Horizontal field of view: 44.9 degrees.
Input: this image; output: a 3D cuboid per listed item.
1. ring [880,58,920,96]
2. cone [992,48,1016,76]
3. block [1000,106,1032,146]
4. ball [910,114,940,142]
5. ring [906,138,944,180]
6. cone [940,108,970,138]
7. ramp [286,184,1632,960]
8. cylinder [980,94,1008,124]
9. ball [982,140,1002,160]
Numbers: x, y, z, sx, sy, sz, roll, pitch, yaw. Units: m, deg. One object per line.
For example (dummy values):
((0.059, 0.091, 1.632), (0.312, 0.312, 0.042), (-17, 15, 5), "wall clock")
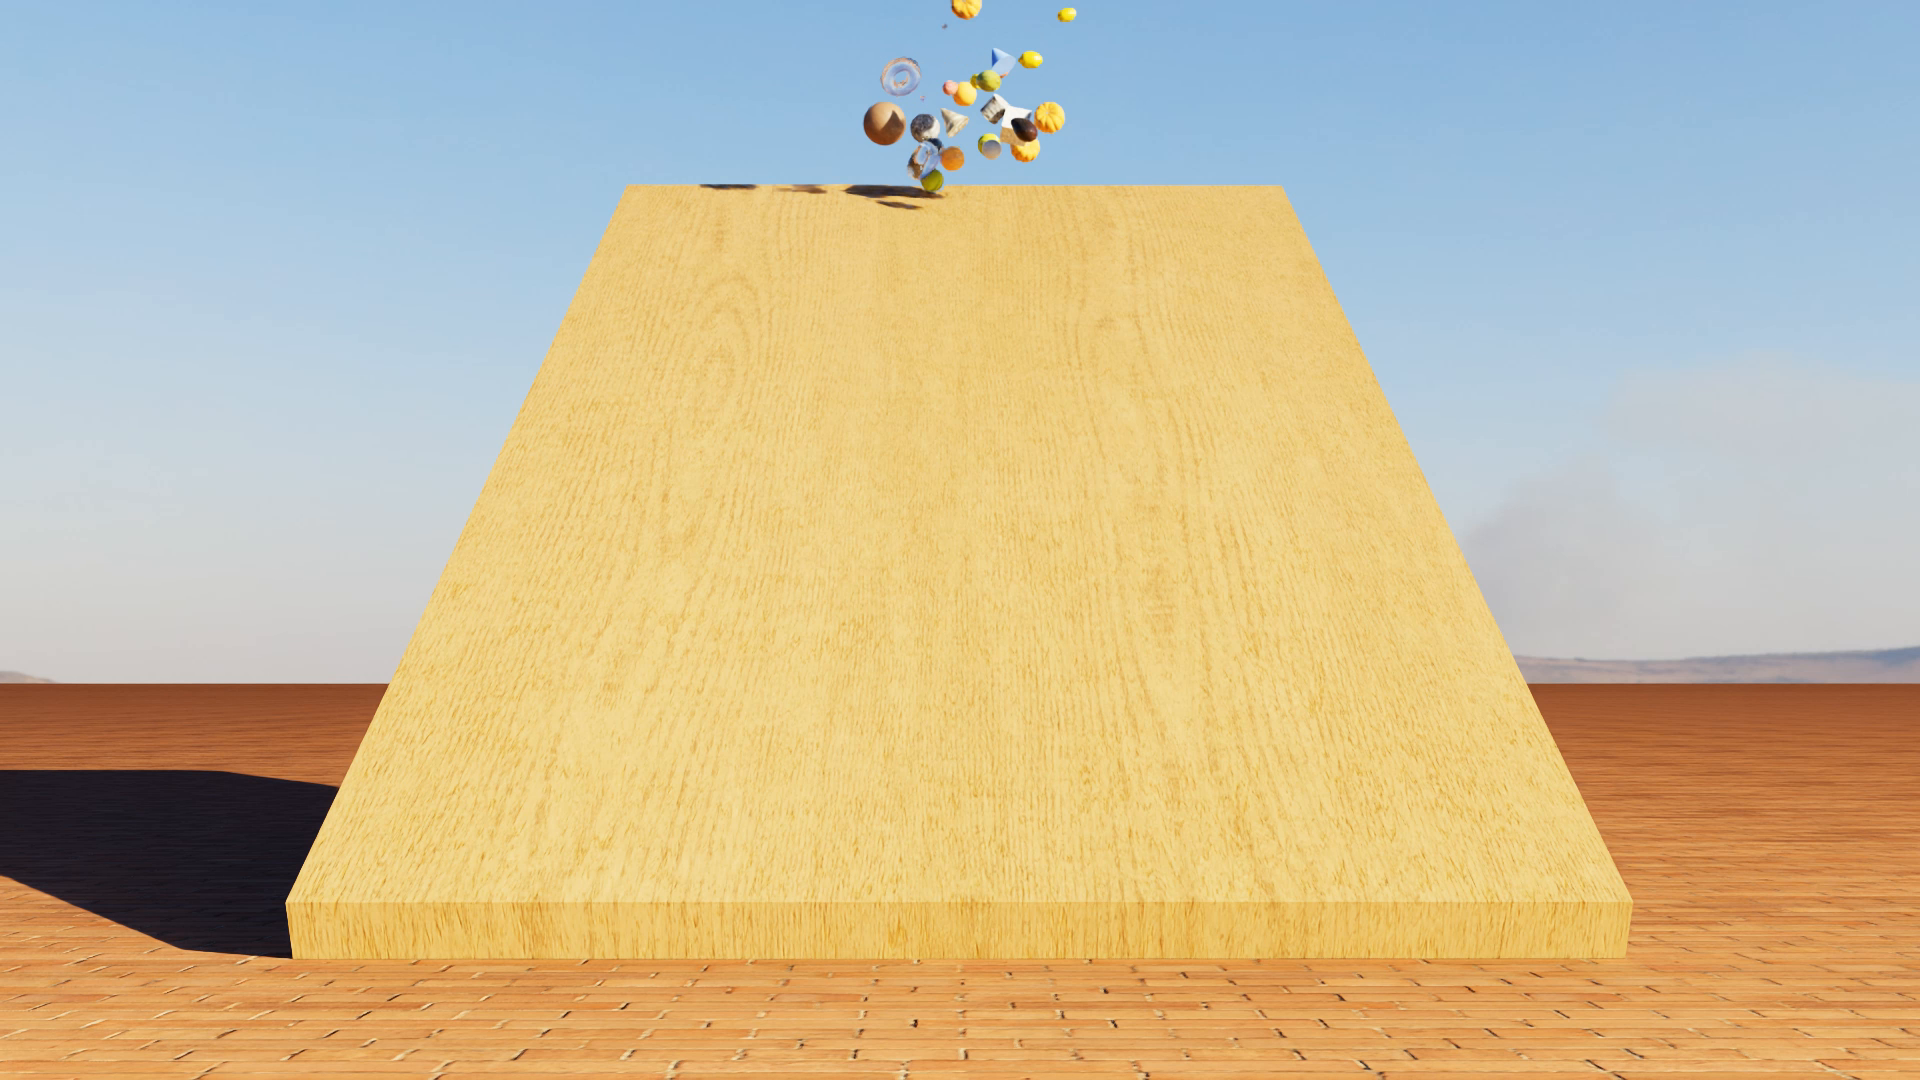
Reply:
((-0.170, -1.330, 6.678), (0.123, 0.123, 0.041), (2, 39, -28), "ring")
((0.108, -1.386, 6.659), (0.077, 0.077, 0.077), (-24, -24, -12), "cone")
((0.162, -1.205, 6.775), (0.076, 0.076, 0.076), (12, -27, 1), "block")
((-0.105, -1.241, 7.008), (0.090, 0.090, 0.090), (0, -3, 0), "ball")
((-0.104, -1.134, 6.921), (0.048, 0.145, 0.145), (39, 6, 12), "ring")
((-0.033, -1.278, 7.030), (0.087, 0.087, 0.087), (-40, -8, -7), "cone")
((-0.008, -0.228, 5.299), (2.000, 0.100, 4.000), (0, 24, 0), "ramp")
((0.103, -1.260, 6.807), (0.062, 0.062, 0.062), (-43, -23, 23), "cylinder")
((0.094, -1.148, 6.838), (0.060, 0.060, 0.060), (0, -3, 0), "ball")
